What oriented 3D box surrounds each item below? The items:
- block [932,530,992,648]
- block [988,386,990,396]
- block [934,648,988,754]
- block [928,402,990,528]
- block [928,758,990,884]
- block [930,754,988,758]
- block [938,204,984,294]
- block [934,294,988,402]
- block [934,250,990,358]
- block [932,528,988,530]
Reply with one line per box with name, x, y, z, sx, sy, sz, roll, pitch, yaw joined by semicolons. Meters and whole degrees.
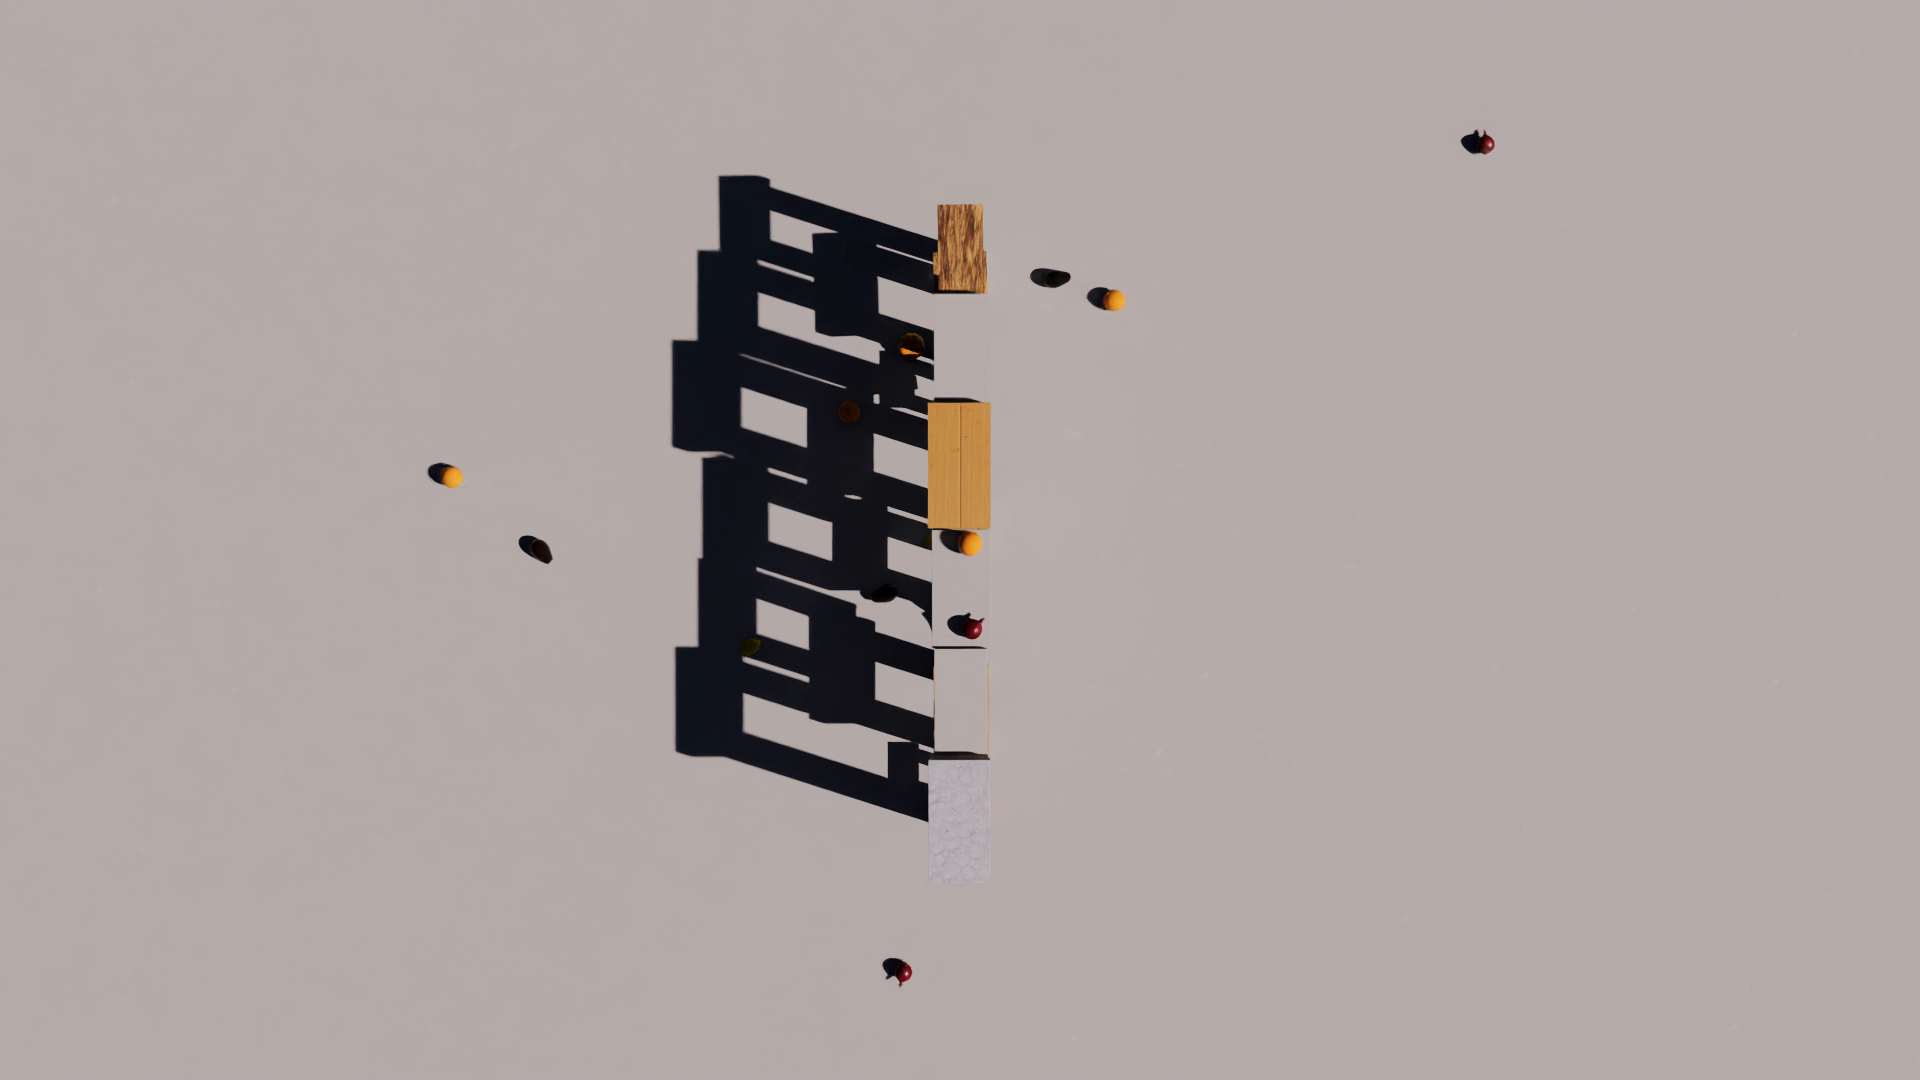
block;0.004;0.142;4.808;0.171;0.048;0.342;0;90;0
block;0.006;-0.442;5.050;0.158;0.484;0.045;-7;90;0
block;0.002;0.467;4.785;0.152;0.043;0.304;0;90;0
block;-0.002;-0.212;4.726;0.179;0.051;0.357;0;90;0
block;-0.002;0.805;4.734;0.176;0.050;0.352;0;90;0
block;-0.002;0.687;4.935;0.176;0.352;0.050;0;90;0
block;0.002;-0.848;4.839;0.133;0.038;0.265;-1;90;0
block;0.004;-0.554;4.786;0.158;0.045;0.315;0;90;0
block;0.004;-0.731;5.146;0.165;0.047;0.330;-2;90;0
block;0.000;-0.201;5.133;0.171;0.049;0.343;0;90;0
